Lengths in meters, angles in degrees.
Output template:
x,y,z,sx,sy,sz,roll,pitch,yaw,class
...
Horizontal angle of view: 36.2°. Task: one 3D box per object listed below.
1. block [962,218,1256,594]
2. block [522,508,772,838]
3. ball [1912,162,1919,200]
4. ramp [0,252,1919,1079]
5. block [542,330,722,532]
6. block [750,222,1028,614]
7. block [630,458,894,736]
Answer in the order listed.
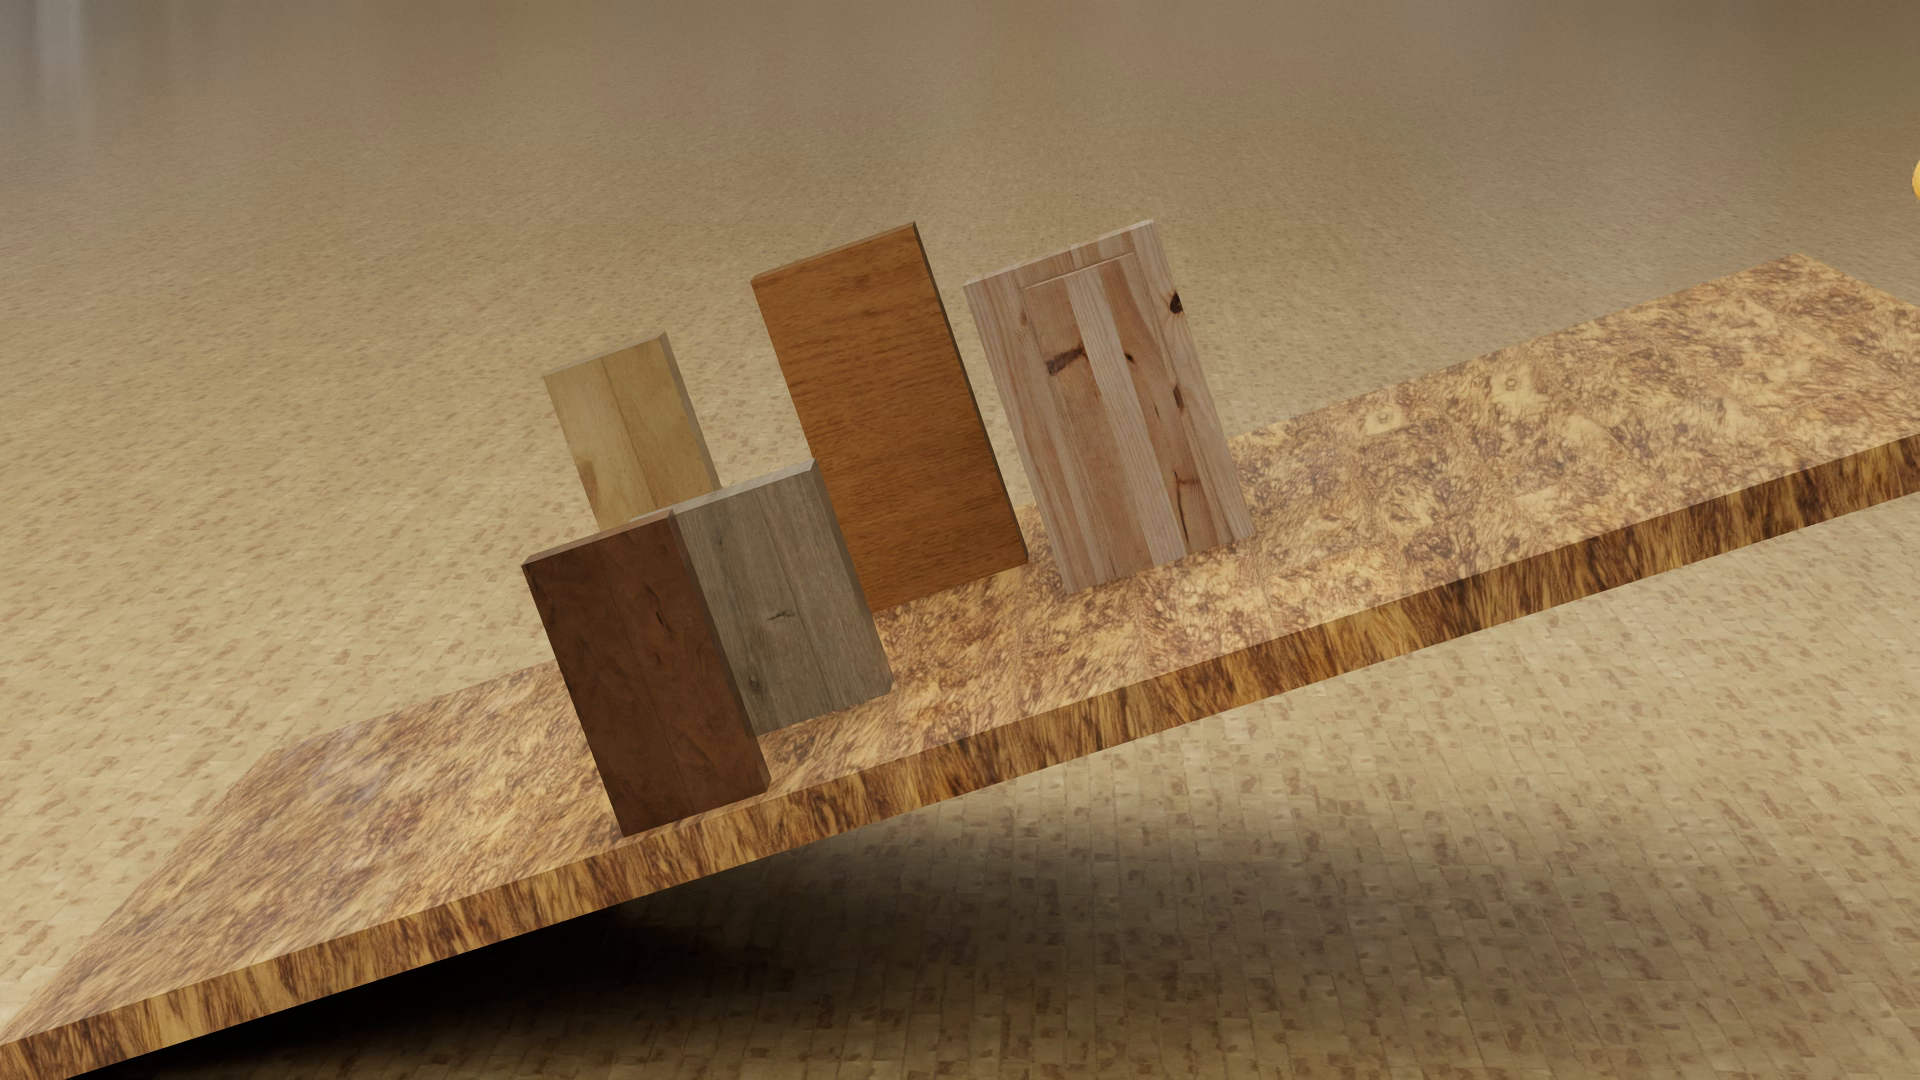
x,y,z,sx,sy,sz,roll,pitch,yaw,class
0.312,-0.276,6.122,0.414,0.683,0.094,-18,11,6,block
-0.576,0.247,5.427,0.283,0.544,0.086,-18,11,6,block
1.944,-0.709,5.788,0.131,0.131,0.131,0,12,0,ball
0.107,0.180,6.305,4.000,0.100,2.000,-18,11,6,ramp
-0.723,-0.109,6.995,0.289,0.713,0.122,-18,11,6,block
-0.153,-0.271,6.597,0.378,0.797,0.115,-18,11,6,block
-0.401,0.131,5.881,0.395,0.477,0.130,-18,11,6,block
